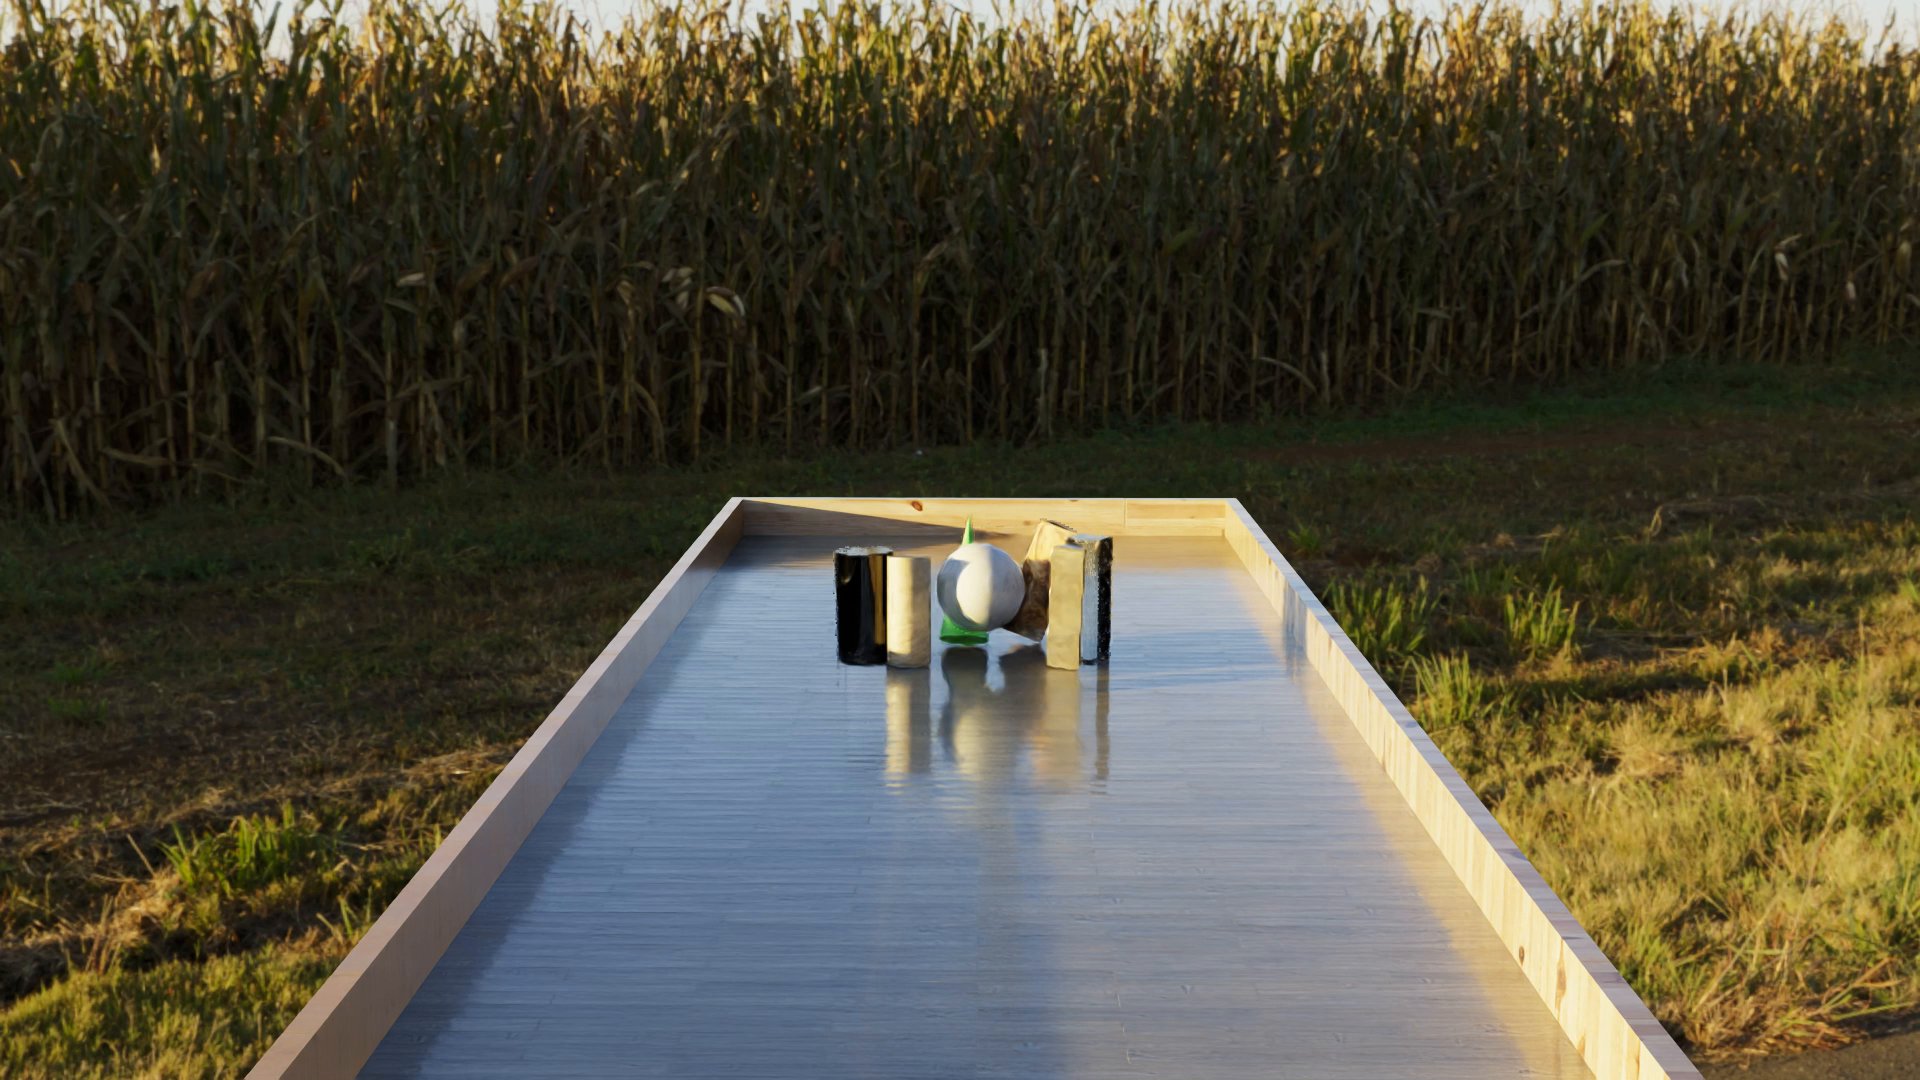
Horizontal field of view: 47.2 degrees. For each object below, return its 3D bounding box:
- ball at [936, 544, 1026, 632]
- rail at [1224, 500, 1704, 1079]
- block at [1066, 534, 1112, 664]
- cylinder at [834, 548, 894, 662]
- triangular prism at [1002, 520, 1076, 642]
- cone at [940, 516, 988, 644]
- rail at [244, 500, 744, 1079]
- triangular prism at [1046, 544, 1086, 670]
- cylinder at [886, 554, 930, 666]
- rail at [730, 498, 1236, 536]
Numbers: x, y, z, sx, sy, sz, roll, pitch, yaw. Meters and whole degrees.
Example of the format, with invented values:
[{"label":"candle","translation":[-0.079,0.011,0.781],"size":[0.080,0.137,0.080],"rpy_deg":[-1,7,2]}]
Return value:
[{"label":"ball","translation":[0.062,0.146,6.700],"size":[0.272,0.272,0.272],"rpy_deg":[0,9,0]},{"label":"rail","translation":[1.046,0.843,3.208],"size":[0.050,0.150,12.000],"rpy_deg":[0,9,1]},{"label":"block","translation":[0.387,0.178,6.663],"size":[0.103,0.379,0.103],"rpy_deg":[6,10,33]},{"label":"cylinder","translation":[-0.288,0.196,6.701],"size":[0.178,0.328,0.178],"rpy_deg":[-1,7,0]},{"label":"triangular prism","translation":[0.247,0.122,6.983],"size":[0.147,0.364,0.127],"rpy_deg":[21,5,-11]},{"label":"cone","translation":[0.021,0.115,6.901],"size":[0.155,0.404,0.155],"rpy_deg":[2,-14,1]},{"label":"rail","translation":[-1.004,0.839,3.234],"size":[0.050,0.150,12.000],"rpy_deg":[0,9,1]},{"label":"triangular prism","translation":[0.334,0.197,6.582],"size":[0.108,0.364,0.094],"rpy_deg":[7,11,26]},{"label":"cylinder","translation":[-0.156,0.211,6.606],"size":[0.132,0.325,0.132],"rpy_deg":[0,4,0]},{"label":"rail","translation":[0.099,-0.098,9.147],"size":[2.100,0.150,0.050],"rpy_deg":[0,9,1]}]
